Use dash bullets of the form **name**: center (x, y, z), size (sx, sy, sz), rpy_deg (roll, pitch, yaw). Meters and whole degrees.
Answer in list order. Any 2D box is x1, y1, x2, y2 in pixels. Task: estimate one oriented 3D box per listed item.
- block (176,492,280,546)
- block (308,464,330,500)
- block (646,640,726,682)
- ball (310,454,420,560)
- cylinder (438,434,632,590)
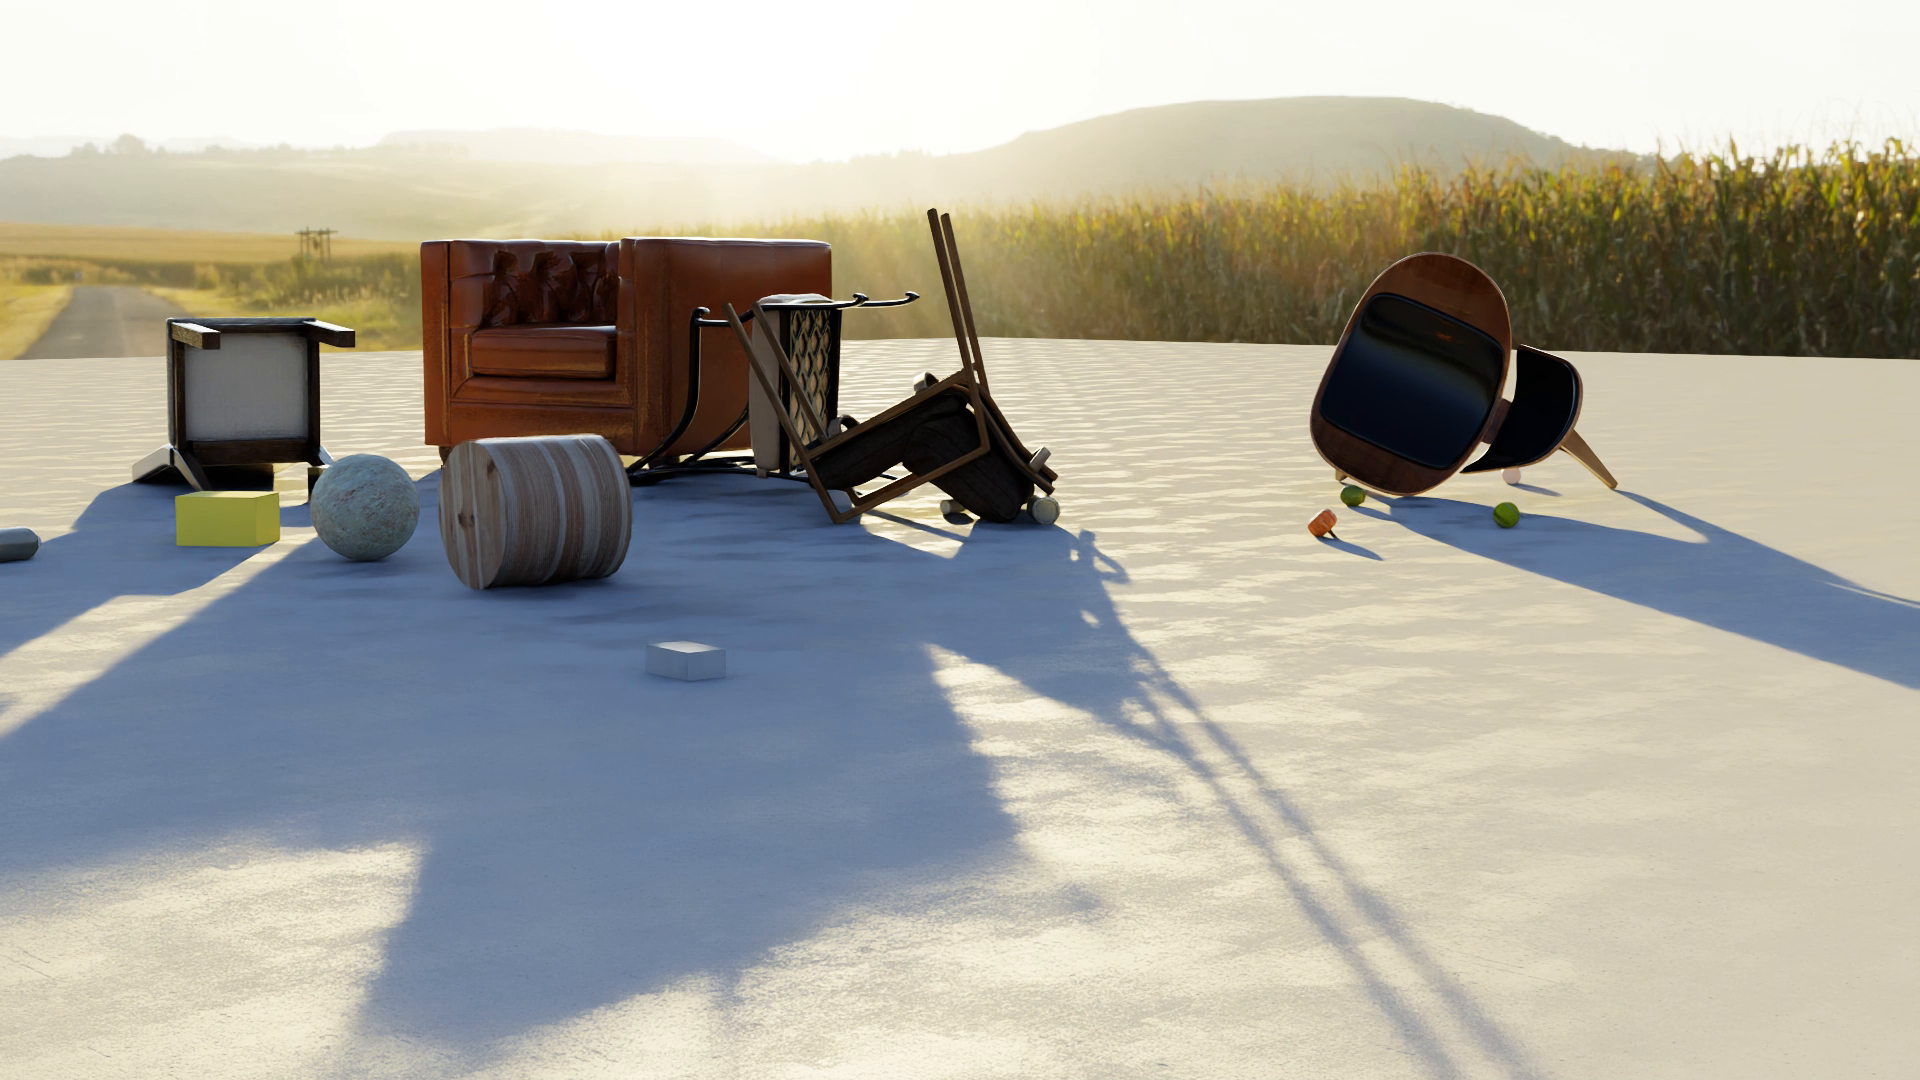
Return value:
- **block**: center (-1.807, -0.053, 6.336), size (0.202, 0.121, 0.157), rpy_deg (1, 6, 7)
- **block**: center (-1.835, -0.167, 7.561), size (0.131, 0.098, 0.110), rpy_deg (2, 6, 15)
- **block**: center (-0.454, 0.200, 4.248), size (0.074, 0.047, 0.124), rpy_deg (-5, 8, -39)
- **ball**: center (-1.377, -0.077, 5.941), size (0.249, 0.249, 0.249), rpy_deg (0, 6, 0)
- **cylinder**: center (-0.908, -0.062, 5.493), size (0.312, 0.314, 0.273), rpy_deg (-5, 3, -42)
